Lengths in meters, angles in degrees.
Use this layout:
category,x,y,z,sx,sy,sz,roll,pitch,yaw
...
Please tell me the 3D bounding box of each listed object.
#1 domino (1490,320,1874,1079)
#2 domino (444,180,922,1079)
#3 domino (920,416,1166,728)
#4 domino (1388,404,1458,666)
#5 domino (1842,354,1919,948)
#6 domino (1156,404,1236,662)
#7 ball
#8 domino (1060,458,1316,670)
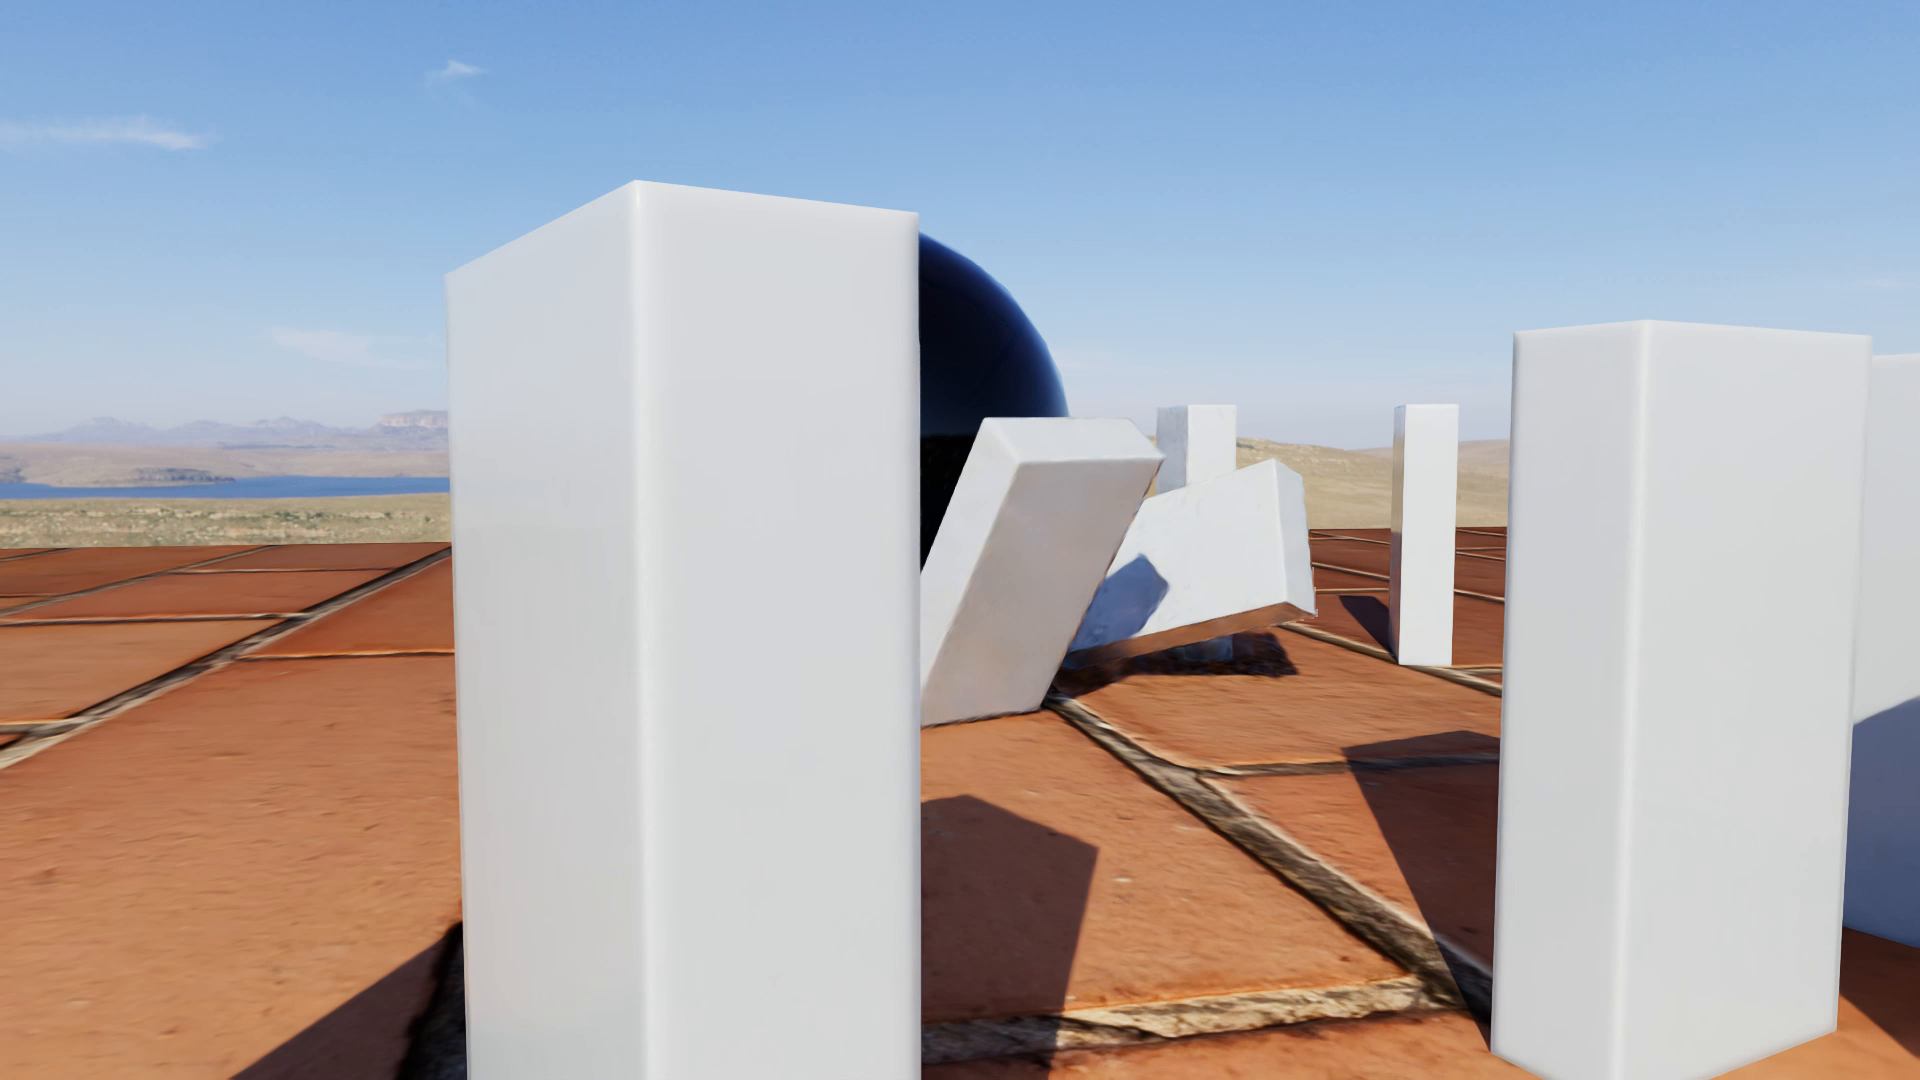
category,x,y,z,sx,sy,sz,roll,pitch,yaw
domino,0.050,0.011,0.090,0.025,0.050,0.009,-2,5,-28
domino,-0.012,0.014,0.051,0.010,0.050,0.025,-3,5,-33
domino,0.008,0.005,0.186,0.025,0.050,0.010,-3,42,-34
domino,0.092,-0.002,0.257,0.009,0.050,0.025,1,4,14
domino,0.085,0.009,0.109,0.010,0.050,0.025,-3,5,-30
domino,0.047,-0.002,0.261,0.009,0.050,0.025,0,4,-5
ball,-0.021,-0.014,0.217,0.080,0.080,0.080,0,4,0
domino,0.037,0.005,0.227,0.050,0.025,0.009,-18,-29,39
